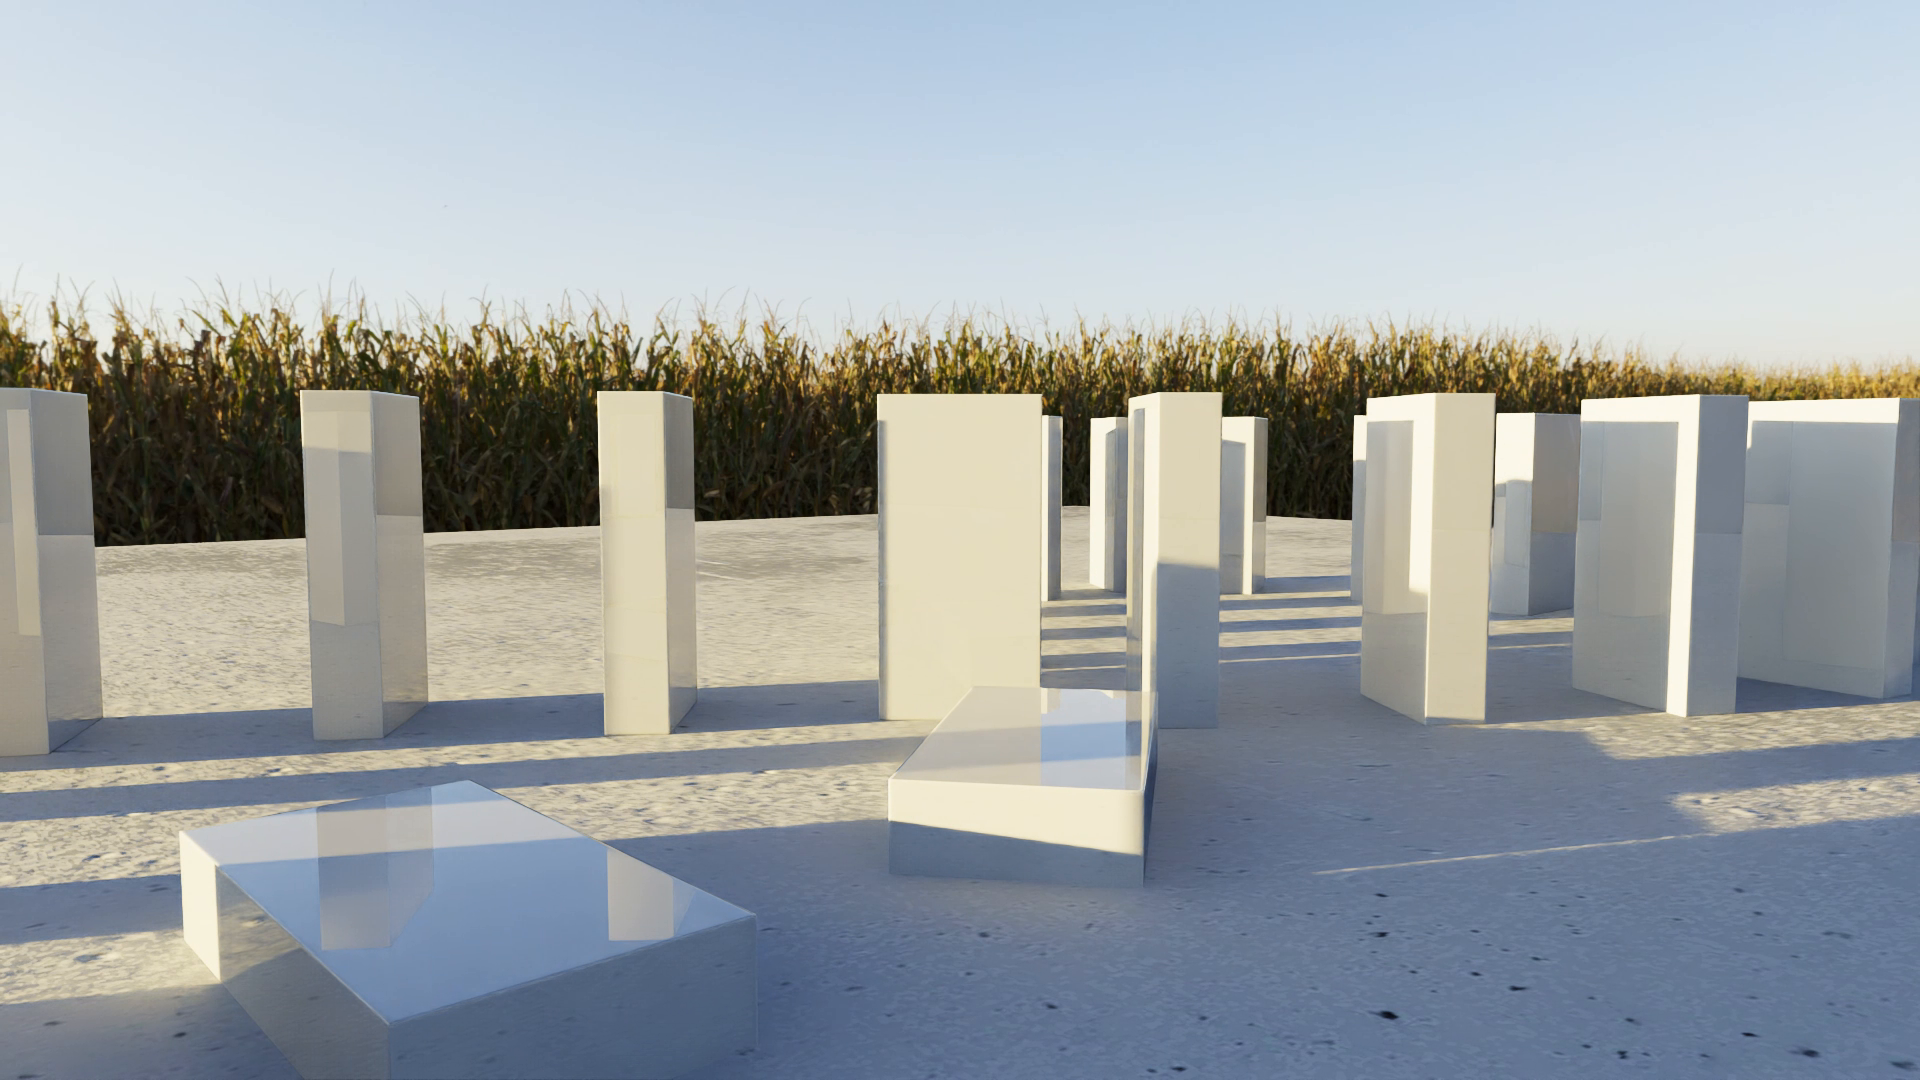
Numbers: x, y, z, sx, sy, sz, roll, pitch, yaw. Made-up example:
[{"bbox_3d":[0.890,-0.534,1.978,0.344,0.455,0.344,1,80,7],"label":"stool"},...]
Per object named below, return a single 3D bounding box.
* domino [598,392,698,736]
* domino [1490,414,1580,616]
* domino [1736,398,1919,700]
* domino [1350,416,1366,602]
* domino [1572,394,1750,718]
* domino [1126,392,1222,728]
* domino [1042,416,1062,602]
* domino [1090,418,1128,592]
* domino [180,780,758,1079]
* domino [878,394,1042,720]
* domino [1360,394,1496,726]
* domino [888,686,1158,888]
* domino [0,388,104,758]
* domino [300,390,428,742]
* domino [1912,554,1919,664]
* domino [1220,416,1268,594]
[{"bbox_3d":[-0.048,0.003,0.198,0.010,0.050,0.025,0,4,-3],"label":"domino"},{"bbox_3d":[0.147,-0.007,0.327,0.025,0.050,0.009,-4,6,-40],"label":"domino"},{"bbox_3d":[0.152,0.001,0.225,0.010,0.050,0.025,-2,5,-30],"label":"domino"},{"bbox_3d":[0.118,-0.009,0.354,0.009,0.050,0.025,3,5,37],"label":"domino"},{"bbox_3d":[0.115,0.002,0.211,0.010,0.050,0.025,-1,4,-14],"label":"domino"},{"bbox_3d":[0.033,0.002,0.203,0.010,0.050,0.025,0,4,-3],"label":"domino"},{"bbox_3d":[0.015,-0.009,0.355,0.025,0.050,0.009,2,5,27],"label":"domino"},{"bbox_3d":[0.047,-0.011,0.379,0.009,0.050,0.025,-1,4,-10],"label":"domino"},{"bbox_3d":[-0.040,0.030,0.100,0.025,0.009,0.050,-4,6,-43],"label":"domino"},{"bbox_3d":[0.000,0.002,0.201,0.025,0.050,0.009,0,4,0],"label":"domino"},{"bbox_3d":[0.074,0.002,0.205,0.010,0.050,0.025,0,4,-5],"label":"domino"},{"bbox_3d":[0.010,0.027,0.149,0.025,0.010,0.050,1,4,10],"label":"domino"},{"bbox_3d":[-0.134,0.004,0.184,0.010,0.050,0.025,-2,5,-19],"label":"domino"},{"bbox_3d":[-0.090,0.003,0.195,0.010,0.050,0.025,-1,4,-8],"label":"domino"},{"bbox_3d":[0.174,-0.001,0.253,0.025,0.050,0.010,1,4,13],"label":"domino"},{"bbox_3d":[0.083,-0.011,0.375,0.010,0.050,0.025,2,5,22],"label":"domino"}]
